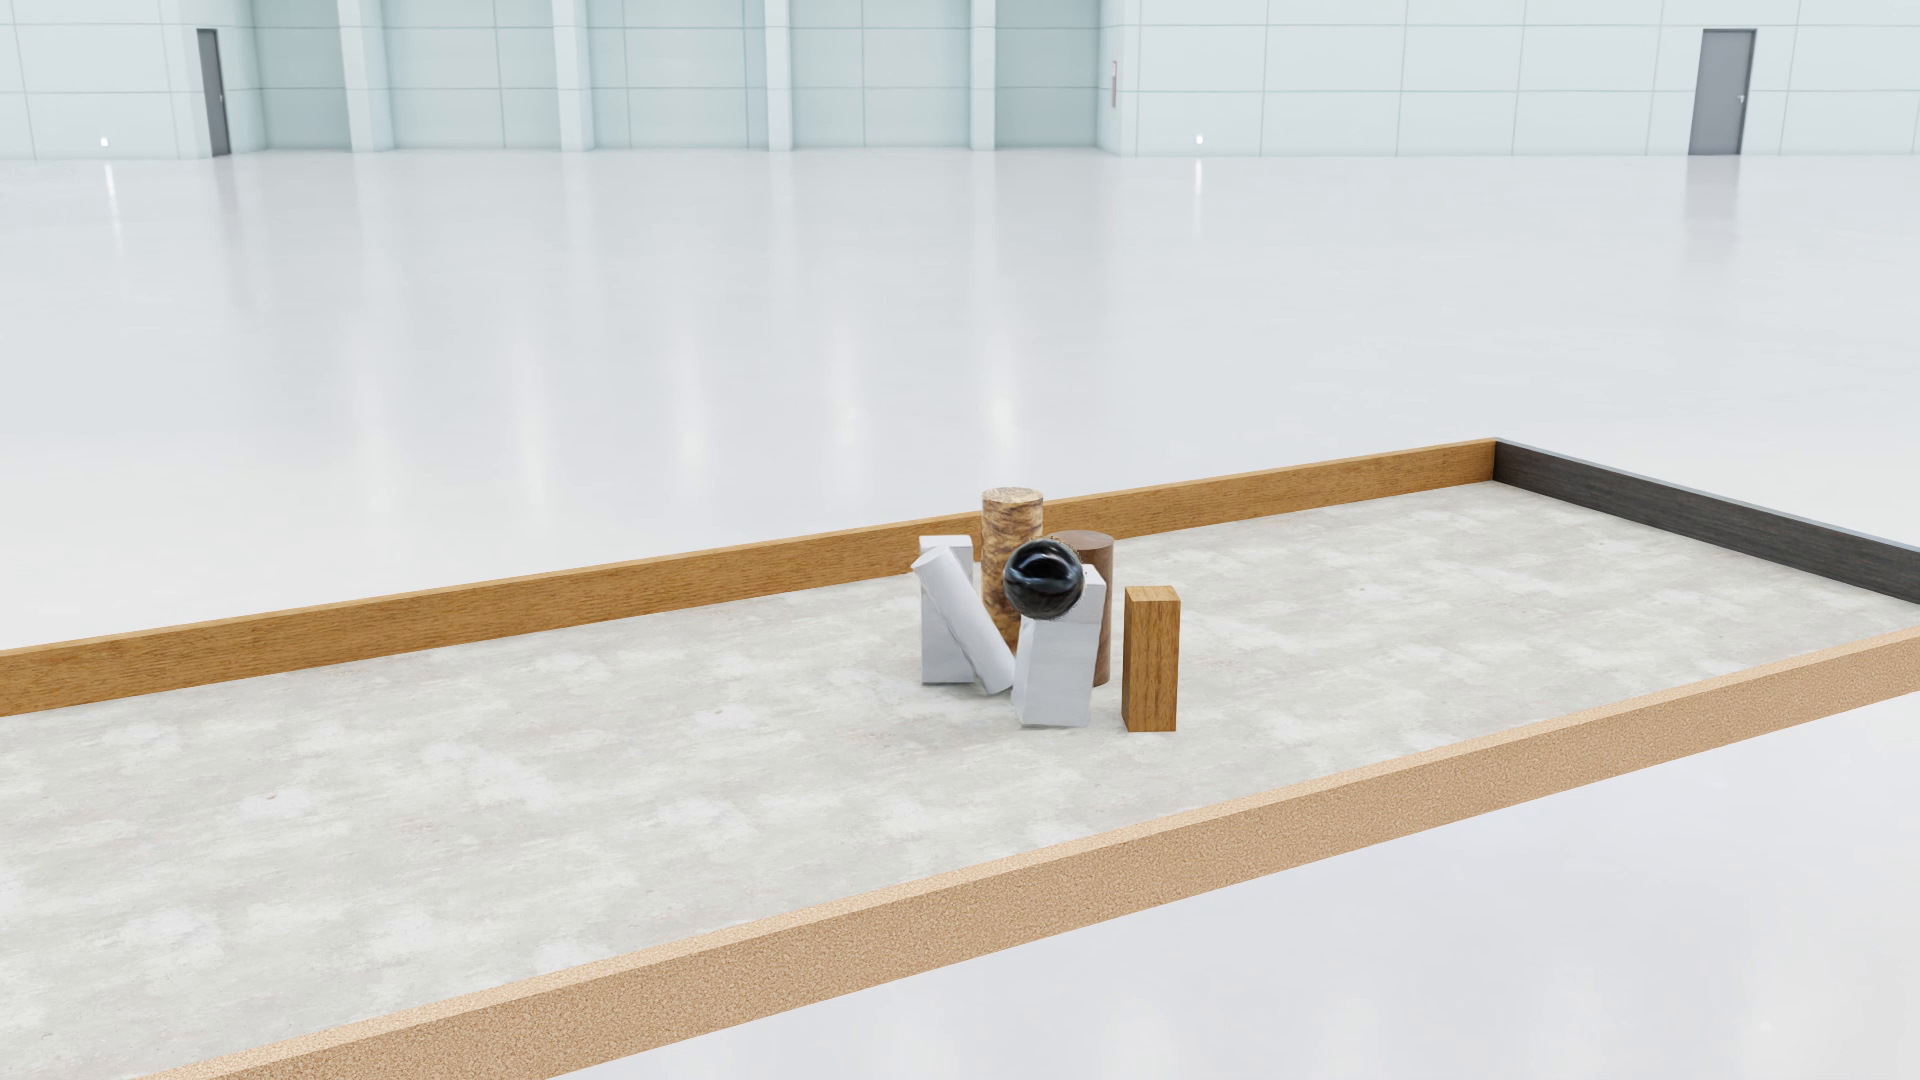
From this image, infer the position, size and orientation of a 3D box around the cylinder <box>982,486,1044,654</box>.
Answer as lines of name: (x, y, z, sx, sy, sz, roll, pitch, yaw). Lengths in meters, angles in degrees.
cylinder: (0.136, 0.079, 4.354, 0.162, 0.412, 0.162, 0, 16, 0)

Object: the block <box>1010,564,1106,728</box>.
block: (0.229, 0.244, 3.876, 0.155, 0.351, 0.155, 4, 16, -9)

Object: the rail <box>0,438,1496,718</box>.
rail: (-3.305, 0.497, 3.399, 12.000, 0.150, 0.050, -9, 18, -27)

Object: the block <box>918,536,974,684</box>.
block: (-0.035, 0.173, 4.138, 0.127, 0.347, 0.127, -1, 13, -3)

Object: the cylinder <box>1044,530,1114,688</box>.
cylinder: (0.294, 0.172, 4.130, 0.174, 0.360, 0.174, 0, 16, 0)

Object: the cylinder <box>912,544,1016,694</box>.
cylinder: (0.018, 0.195, 4.029, 0.102, 0.373, 0.102, -29, 13, 7)

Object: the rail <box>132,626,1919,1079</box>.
rail: (-2.336, 1.006, 1.665, 12.000, 0.150, 0.050, -9, 18, -27)

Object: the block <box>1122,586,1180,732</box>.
block: (0.444, 0.277, 3.844, 0.111, 0.321, 0.111, -1, 16, -3)

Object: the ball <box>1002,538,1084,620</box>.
ball: (0.184, 0.087, 3.633, 0.181, 0.181, 0.181, 0, 16, 0)

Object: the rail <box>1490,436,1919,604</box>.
rail: (2.466, -0.048, 5.253, 0.050, 0.150, 2.100, -9, 18, -27)
